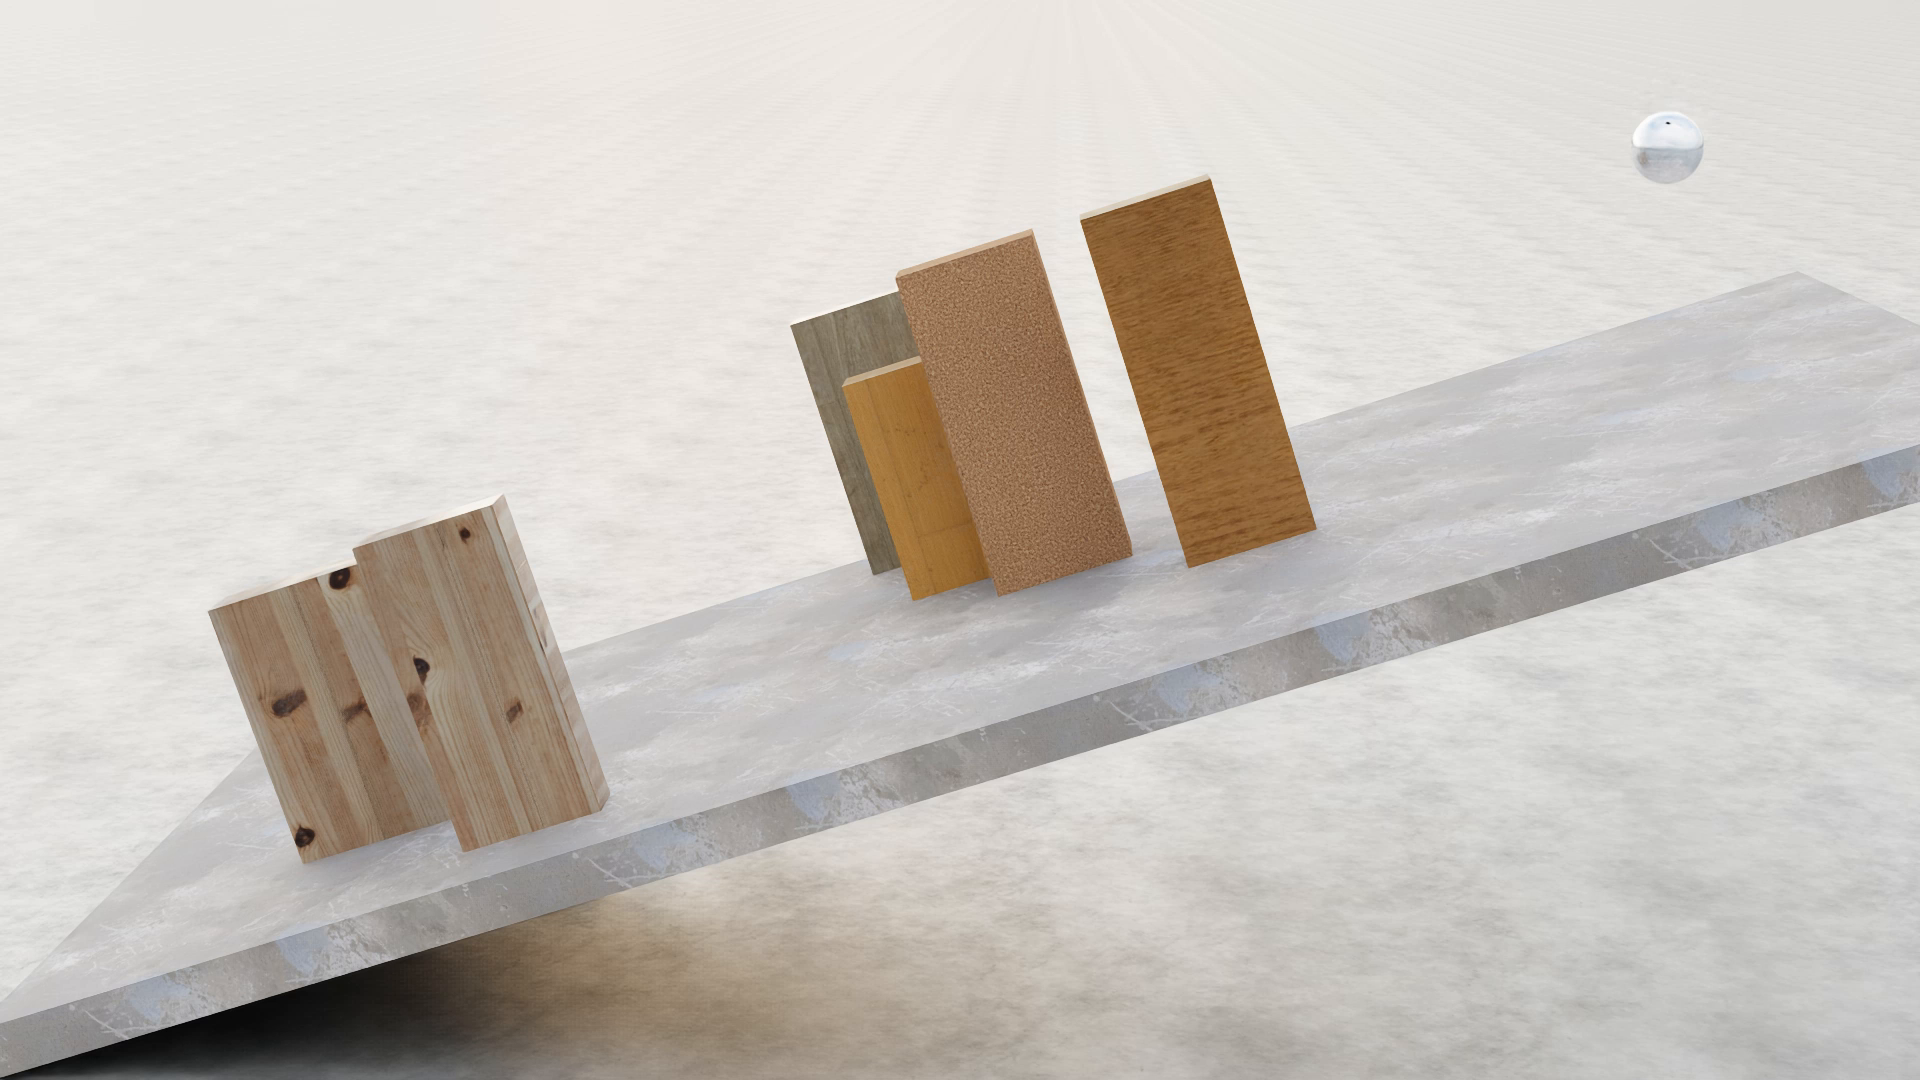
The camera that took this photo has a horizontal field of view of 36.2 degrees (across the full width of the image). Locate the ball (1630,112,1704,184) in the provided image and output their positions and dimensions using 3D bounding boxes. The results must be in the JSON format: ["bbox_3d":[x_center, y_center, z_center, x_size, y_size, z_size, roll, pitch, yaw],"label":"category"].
[{"bbox_3d":[1.442,-0.800,5.997,0.147,0.147,0.147,0,11,0],"label":"ball"}]

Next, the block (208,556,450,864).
[{"bbox_3d":[-1.256,0.337,5.994,0.348,0.554,0.139,-17,10,5],"label":"block"}]

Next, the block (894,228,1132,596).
[{"bbox_3d":[0.120,-0.275,6.364,0.305,0.726,0.147,-17,10,5],"label":"block"}]

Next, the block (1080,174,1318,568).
[{"bbox_3d":[0.488,-0.345,6.035,0.275,0.750,0.133,-17,10,5],"label":"block"}]

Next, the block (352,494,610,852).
[{"bbox_3d":[-0.914,0.255,5.639,0.282,0.625,0.119,-17,10,5],"label":"block"}]

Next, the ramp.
[{"bbox_3d":[0.100,0.183,6.311,4.000,0.100,2.000,-17,10,5],"label":"ramp"}]

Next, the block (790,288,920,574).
[{"bbox_3d":[-0.126,-0.275,7.039,0.373,0.634,0.095,-17,10,5],"label":"block"}]

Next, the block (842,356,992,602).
[{"bbox_3d":[-0.036,-0.158,6.620,0.306,0.511,0.124,-17,10,5],"label":"block"}]
